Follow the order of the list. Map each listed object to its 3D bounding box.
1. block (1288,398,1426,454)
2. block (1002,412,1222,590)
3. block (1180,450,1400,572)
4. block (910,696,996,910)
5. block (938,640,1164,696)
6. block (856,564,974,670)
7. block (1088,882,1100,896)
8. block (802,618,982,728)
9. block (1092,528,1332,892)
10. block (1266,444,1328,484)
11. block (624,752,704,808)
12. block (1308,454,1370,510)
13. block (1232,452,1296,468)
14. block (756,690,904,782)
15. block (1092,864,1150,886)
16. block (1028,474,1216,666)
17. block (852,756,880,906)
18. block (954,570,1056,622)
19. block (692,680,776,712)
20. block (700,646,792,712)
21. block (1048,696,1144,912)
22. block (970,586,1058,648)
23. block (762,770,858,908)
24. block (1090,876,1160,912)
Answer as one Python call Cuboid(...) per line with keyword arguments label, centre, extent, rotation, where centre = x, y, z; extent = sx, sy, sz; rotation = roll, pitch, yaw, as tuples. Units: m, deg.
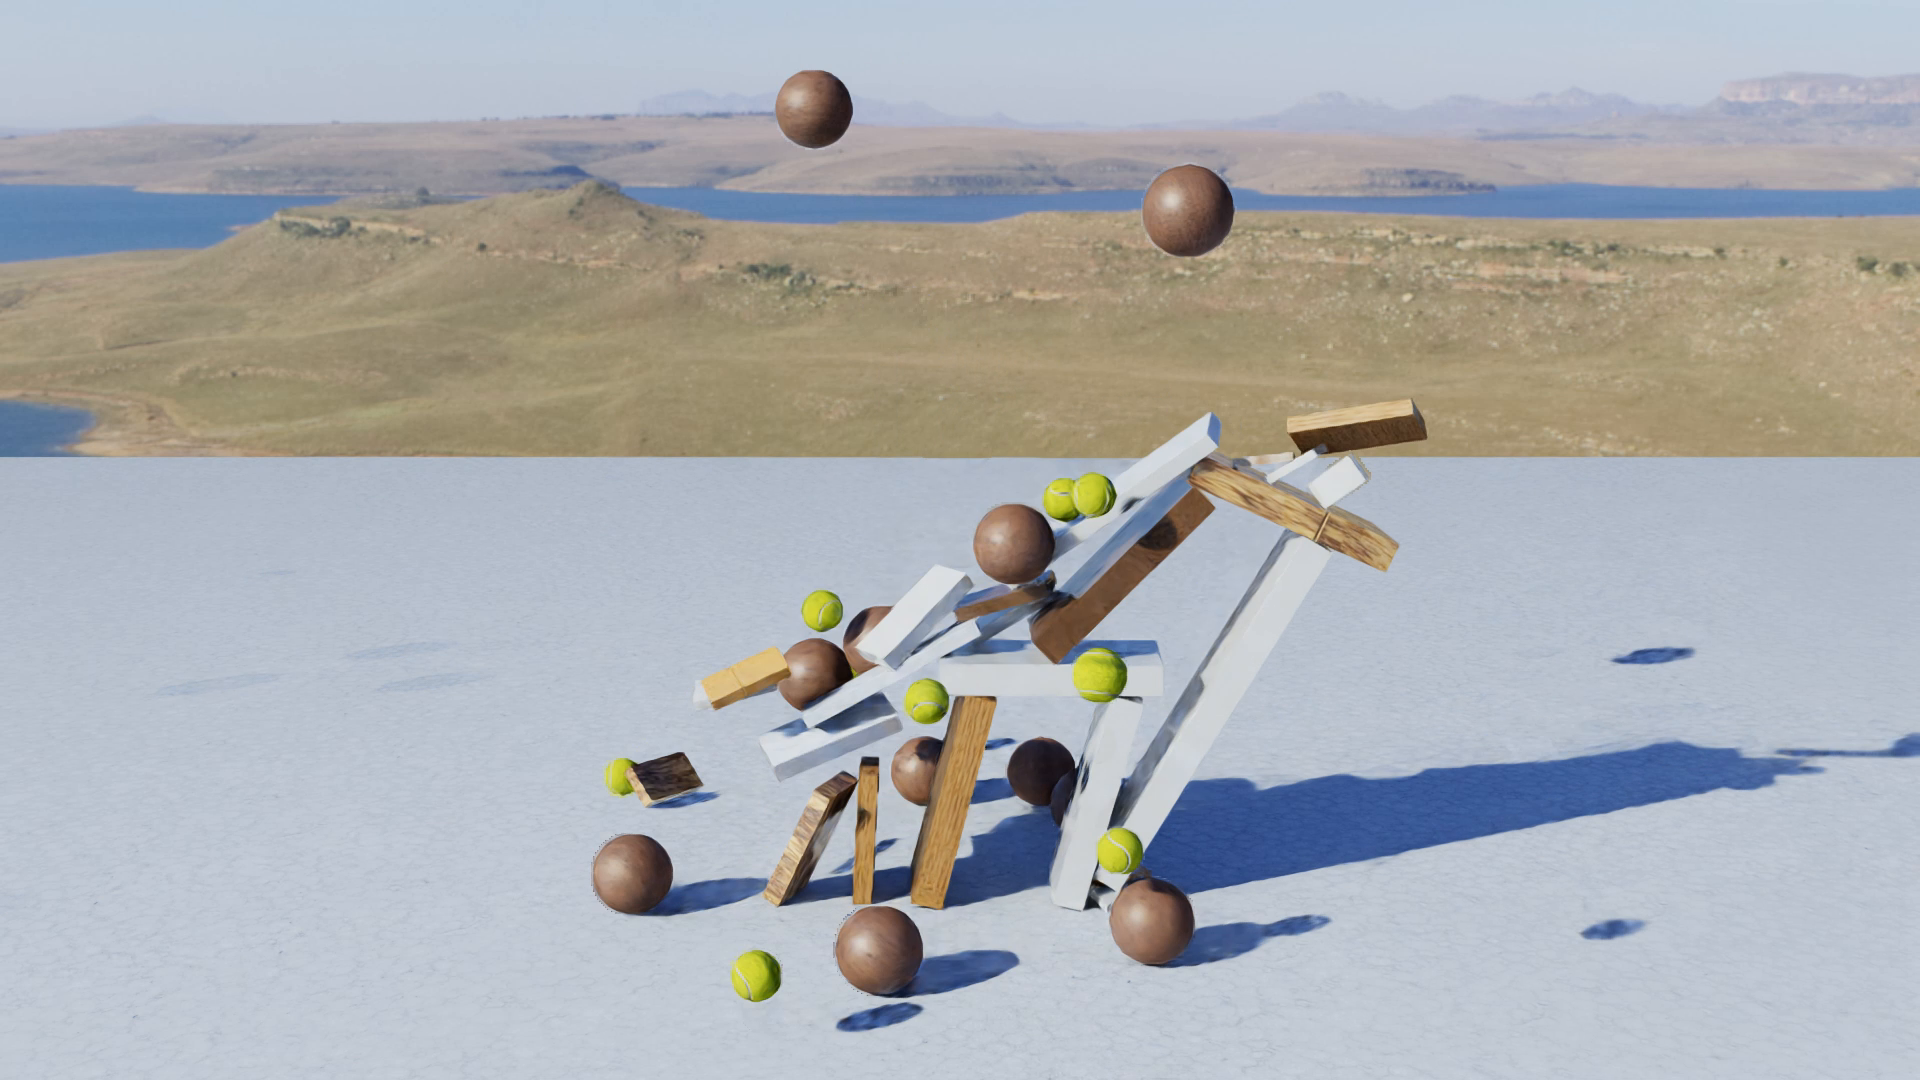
Cuboid(label="block", centre=(0.628, -0.177, 3.481), extent=(0.198, 0.028, 0.099), rotation=(-8, -24, 22))
Cuboid(label="block", centre=(0.242, -0.062, 3.538), extent=(0.423, 0.028, 0.099), rotation=(-36, 14, 23))
Cuboid(label="block", centre=(0.522, -0.060, 3.567), extent=(0.357, 0.051, 0.179), rotation=(24, 9, -9))
Cuboid(label="block", centre=(-0.013, 0.410, 3.646), extent=(0.051, 0.360, 0.180), rotation=(14, 10, -4))
Cuboid(label="block", centre=(0.147, 0.208, 3.607), extent=(0.360, 0.051, 0.180), rotation=(0, 11, 1))
Cuboid(label="block", centre=(-0.074, 0.126, 3.611), extent=(0.198, 0.028, 0.099), rotation=(-46, 28, -16))
Cuboid(label="block", centre=(0.255, 0.581, 3.678), extent=(0.101, 0.014, 0.050), rotation=(0, 11, 2))
Cuboid(label="block", centre=(-0.112, 0.214, 3.599), extent=(0.319, 0.023, 0.080), rotation=(-29, 9, 2))
Cuboid(label="block", centre=(0.405, 0.270, 3.621), extent=(0.051, 0.653, 0.179), rotation=(30, 9, -4))
Cuboid(label="block", centre=(0.533, -0.121, 3.483), extent=(0.095, 0.013, 0.047), rotation=(-32, -4, 33))
Cuboid(label="block", centre=(-0.483, 0.390, 3.589), extent=(0.019, 0.068, 0.136), rotation=(-41, -15, 28))
Cuboid(label="block", centre=(0.595, -0.092, 3.461), extent=(0.013, 0.047, 0.094), rotation=(-29, -8, -47))
Cuboid(label="block", centre=(0.482, -0.128, 3.488), extent=(0.094, 0.013, 0.047), rotation=(-6, 3, 13))
Cuboid(label="block", centre=(-0.216, 0.319, 3.632), extent=(0.221, 0.031, 0.110), rotation=(-22, 27, -11))
Cuboid(label="block", centre=(0.265, 0.563, 3.699), extent=(0.101, 0.014, 0.050), rotation=(-4, 10, -21))
Cuboid(label="block", centre=(0.258, 0.042, 3.574), extent=(0.051, 0.357, 0.179), rotation=(44, 7, -8))
Cuboid(label="block", centre=(-0.156, 0.481, 3.649), extent=(0.031, 0.221, 0.110), rotation=(3, 10, -1))
Cuboid(label="block", centre=(0.075, 0.092, 3.611), extent=(0.160, 0.023, 0.080), rotation=(-17, 12, 16))
Cuboid(label="block", centre=(-0.367, 0.239, 3.595), extent=(0.136, 0.019, 0.068), rotation=(-15, 26, 5))
Cuboid(label="block", centre=(-0.346, 0.223, 3.557), extent=(0.136, 0.019, 0.068), rotation=(-25, 35, -10))
Cuboid(label="block", centre=(0.223, 0.412, 3.640), extent=(0.051, 0.360, 0.180), rotation=(15, 10, -2))
Cuboid(label="block", centre=(0.087, 0.119, 3.662), extent=(0.160, 0.023, 0.080), rotation=(-31, 10, 6))
Cuboid(label="block", centre=(-0.246, 0.491, 3.619), extent=(0.031, 0.220, 0.110), rotation=(31, 21, 14))
Cuboid(label="block", centre=(0.272, 0.583, 3.618), extent=(0.101, 0.014, 0.050), rotation=(-8, 28, -26))
